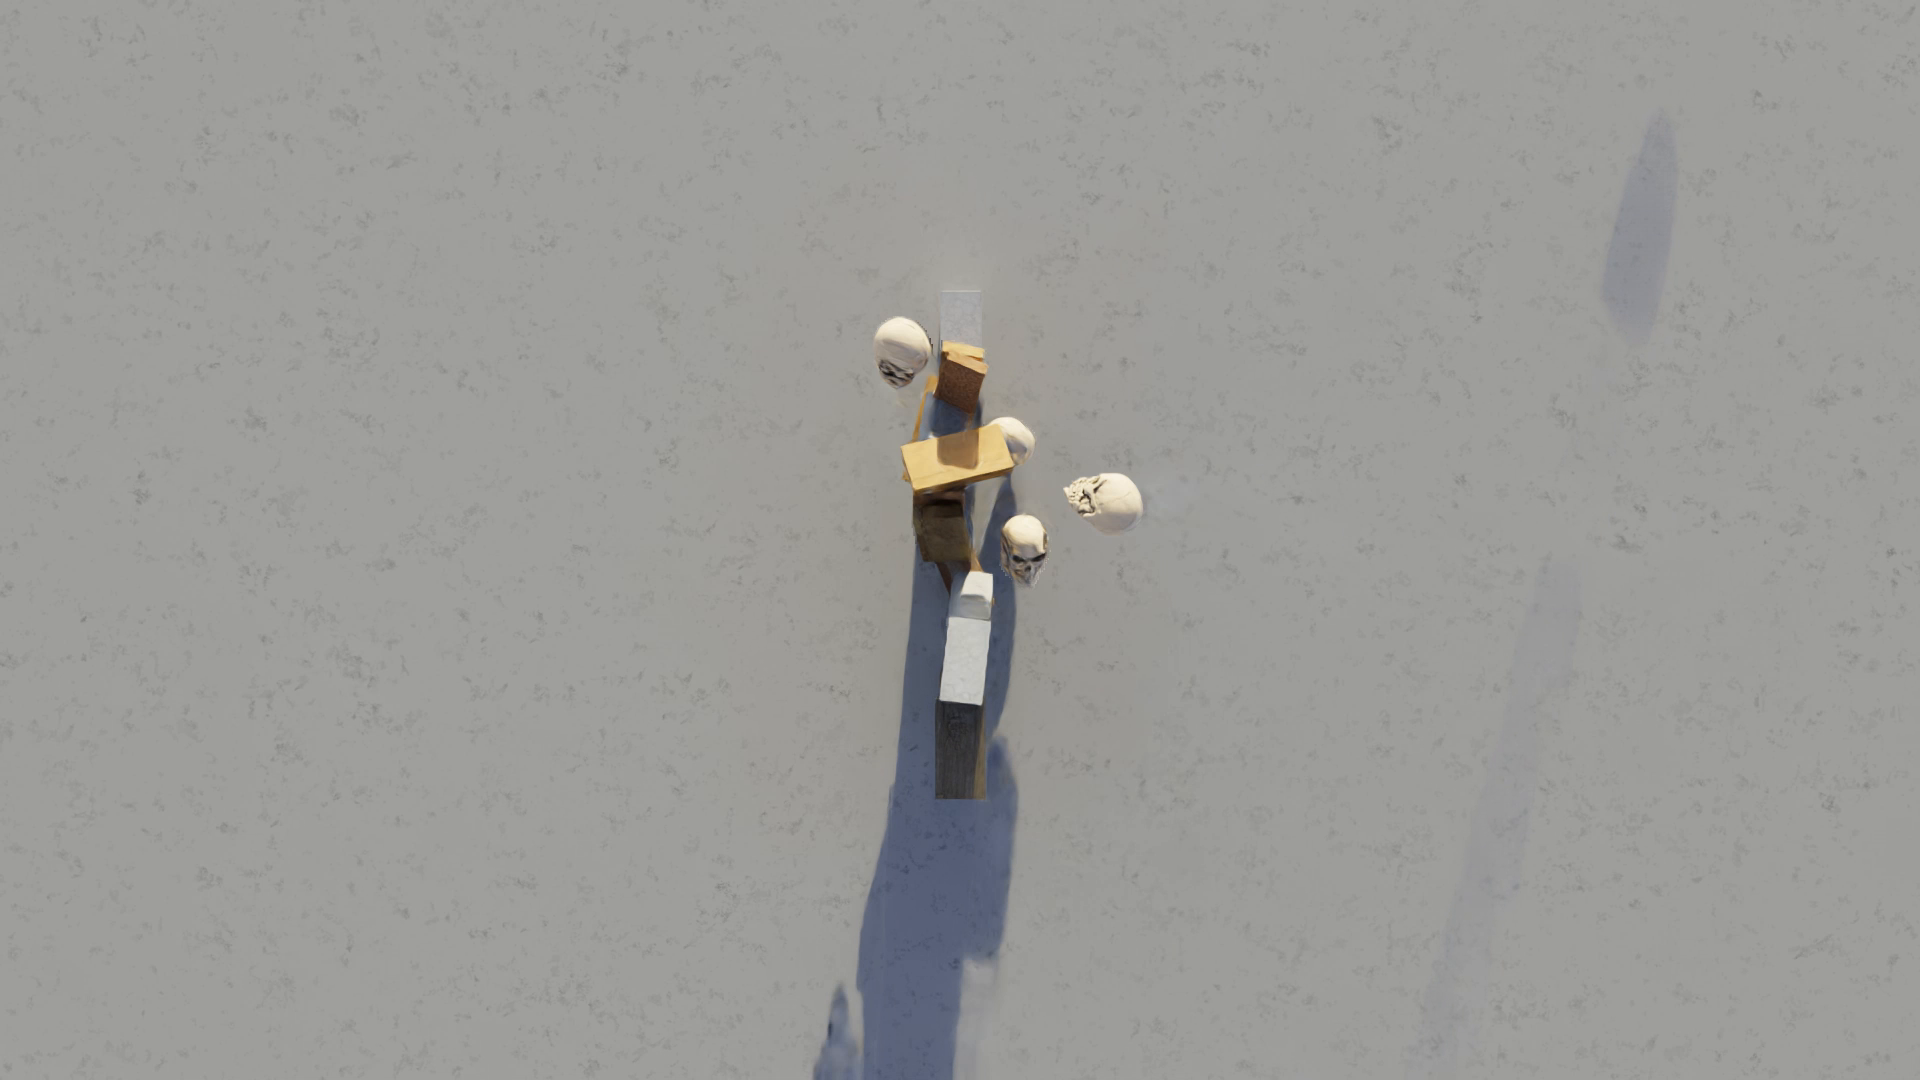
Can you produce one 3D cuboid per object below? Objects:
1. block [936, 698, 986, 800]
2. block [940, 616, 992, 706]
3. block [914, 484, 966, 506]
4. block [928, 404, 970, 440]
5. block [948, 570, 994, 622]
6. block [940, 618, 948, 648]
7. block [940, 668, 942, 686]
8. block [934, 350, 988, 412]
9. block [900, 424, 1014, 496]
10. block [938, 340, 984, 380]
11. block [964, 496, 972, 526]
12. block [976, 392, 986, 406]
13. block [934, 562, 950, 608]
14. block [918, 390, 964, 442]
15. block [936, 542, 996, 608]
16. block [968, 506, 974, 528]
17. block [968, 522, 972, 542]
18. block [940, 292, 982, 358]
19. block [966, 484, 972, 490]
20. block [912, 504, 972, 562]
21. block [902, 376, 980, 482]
[{"bbox_3d":[0.001,0.633,5.014,0.152,0.043,0.303,0,90,0],"label":"block"},{"bbox_3d":[0.016,0.365,4.951,0.127,0.036,0.255,6,76,1],"label":"block"},{"bbox_3d":[-0.065,-0.111,5.098,0.153,0.390,0.043,10,73,1],"label":"block"},{"bbox_3d":[-0.041,-0.323,5.008,0.088,0.025,0.175,23,64,-1],"label":"block"},{"bbox_3d":[0.034,0.183,5.111,0.127,0.255,0.036,5,122,2],"label":"block"},{"bbox_3d":[0.003,0.305,5.373,0.127,0.255,0.036,0,73,0],"label":"block"},{"bbox_3d":[0.000,0.439,5.146,0.127,0.384,0.036,0,92,0],"label":"block"},{"bbox_3d":[0.001,-0.475,4.935,0.122,0.244,0.035,23,65,-1],"label":"block"},{"bbox_3d":[-0.010,-0.240,4.921,0.307,0.043,0.153,-14,65,-10],"label":"block"},{"bbox_3d":[-0.001,-0.509,5.000,0.122,0.244,0.035,11,62,0],"label":"block"},{"bbox_3d":[-0.024,-0.125,5.302,0.091,0.026,0.182,-10,91,3],"label":"block"},{"bbox_3d":[-0.004,-0.459,5.332,0.167,0.334,0.047,3,95,0],"label":"block"},{"bbox_3d":[-0.009,0.122,5.389,0.127,0.255,0.036,-5,48,4],"label":"block"},{"bbox_3d":[-0.065,-0.328,5.085,0.122,0.035,0.244,11,96,0],"label":"block"},{"bbox_3d":[0.010,0.113,5.254,0.127,0.036,0.255,-23,82,1],"label":"block"},{"bbox_3d":[-0.007,-0.071,5.407,0.091,0.182,0.026,-8,76,3],"label":"block"},{"bbox_3d":[0.005,-0.017,5.437,0.067,0.133,0.019,0,62,0],"label":"block"},{"bbox_3d":[0.003,-0.655,5.221,0.131,0.037,0.261,0,90,0],"label":"block"},{"bbox_3d":[-0.011,-0.182,5.407,0.091,0.182,0.026,-14,85,2],"label":"block"},{"bbox_3d":[-0.054,-0.019,5.103,0.153,0.307,0.043,-3,64,5],"label":"block"},{"bbox_3d":[-0.058,-0.330,5.139,0.167,0.047,0.334,14,90,0],"label":"block"}]
